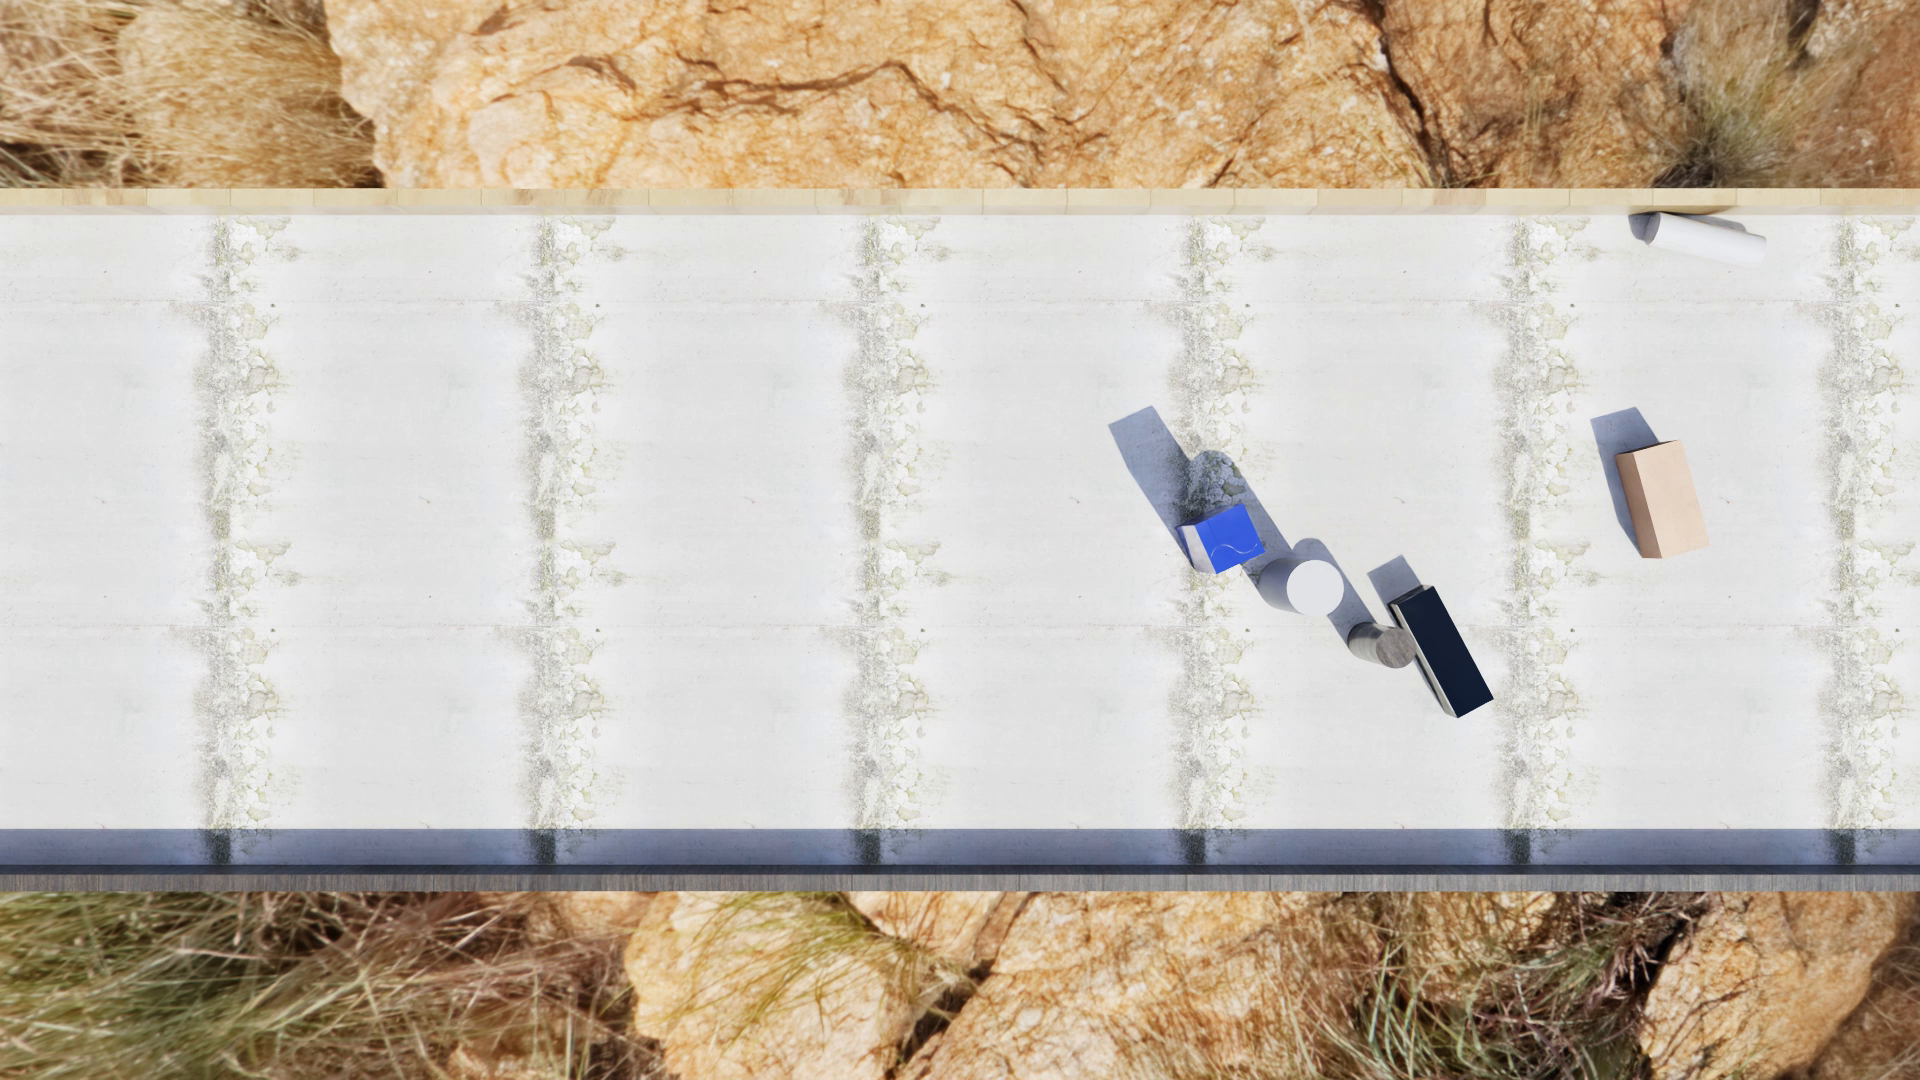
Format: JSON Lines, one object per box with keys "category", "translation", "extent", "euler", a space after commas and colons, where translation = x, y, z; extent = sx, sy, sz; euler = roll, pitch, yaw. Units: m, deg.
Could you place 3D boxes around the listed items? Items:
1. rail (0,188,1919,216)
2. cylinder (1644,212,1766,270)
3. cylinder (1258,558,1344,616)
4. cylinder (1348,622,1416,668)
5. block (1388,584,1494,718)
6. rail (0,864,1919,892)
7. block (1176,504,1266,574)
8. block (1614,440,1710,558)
{"category": "rail", "translation": [-2.247, -1.025, 5.002], "extent": [12.000, 0.150, 0.050], "euler": [0, 90, 0]}
{"category": "cylinder", "translation": [2.270, -0.913, 5.025], "extent": [0.329, 0.104, 0.104], "euler": [13, 90, 0]}
{"category": "cylinder", "translation": [0.998, 0.136, 4.854], "extent": [0.160, 0.445, 0.160], "euler": [0, 90, 0]}
{"category": "cylinder", "translation": [1.251, 0.311, 4.903], "extent": [0.118, 0.347, 0.118], "euler": [0, 90, 0]}
{"category": "block", "translation": [1.459, 0.336, 5.014], "extent": [0.125, 0.125, 0.387], "euler": [-28, 90, 0]}
{"category": "rail", "translation": [-2.247, 1.025, 5.001], "extent": [12.000, 0.150, 0.050], "euler": [0, 90, 0]}
{"category": "block", "translation": [0.762, -0.004, 4.868], "extent": [0.152, 0.417, 0.152], "euler": [-25, 90, 0]}
{"category": "block", "translation": [2.127, -0.122, 5.002], "extent": [0.149, 0.149, 0.330], "euler": [-15, 90, 0]}
